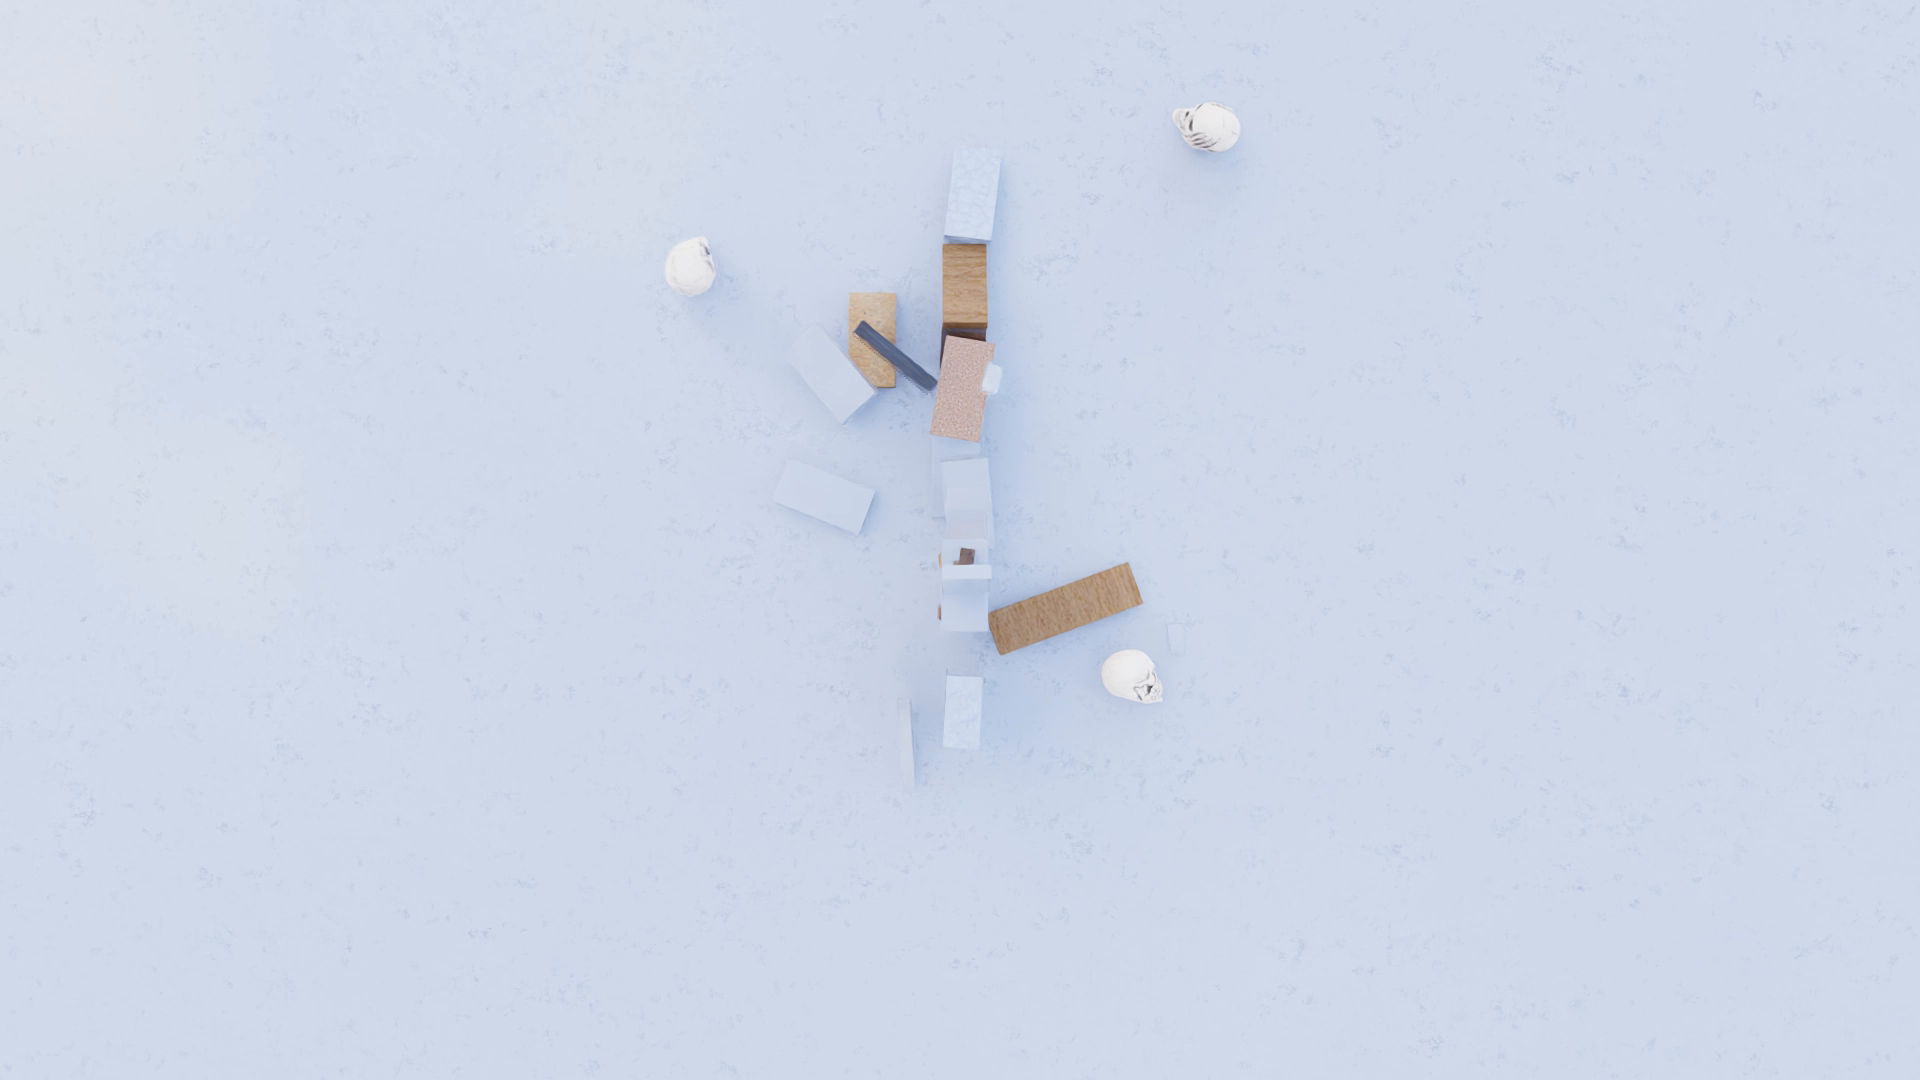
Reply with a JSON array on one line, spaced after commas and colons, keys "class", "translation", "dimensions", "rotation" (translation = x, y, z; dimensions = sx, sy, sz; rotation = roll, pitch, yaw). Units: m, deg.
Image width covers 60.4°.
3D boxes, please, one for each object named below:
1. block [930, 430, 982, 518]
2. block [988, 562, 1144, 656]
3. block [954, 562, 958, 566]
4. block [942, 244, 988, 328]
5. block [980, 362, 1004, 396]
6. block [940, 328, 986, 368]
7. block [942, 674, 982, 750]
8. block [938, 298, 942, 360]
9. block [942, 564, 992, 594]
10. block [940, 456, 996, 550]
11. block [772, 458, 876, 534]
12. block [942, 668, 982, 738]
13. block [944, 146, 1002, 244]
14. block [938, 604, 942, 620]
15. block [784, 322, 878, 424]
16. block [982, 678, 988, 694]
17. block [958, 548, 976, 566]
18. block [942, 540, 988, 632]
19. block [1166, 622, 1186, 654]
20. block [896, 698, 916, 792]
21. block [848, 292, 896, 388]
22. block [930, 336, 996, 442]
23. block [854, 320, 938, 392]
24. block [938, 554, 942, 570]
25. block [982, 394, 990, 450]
[{"class": "block", "translation": [-0.013, -0.236, 5.436], "dimensions": [0.161, 0.046, 0.322], "rotation": [1, 105, 0]}, {"class": "block", "translation": [0.345, 0.228, 5.469], "dimensions": [0.505, 0.041, 0.145], "rotation": [-20, 89, -2]}, {"class": "block", "translation": [0.001, 0.087, 5.122], "dimensions": [0.047, 0.095, 0.013], "rotation": [8, 105, 0]}, {"class": "block", "translation": [0.016, -0.834, 5.417], "dimensions": [0.146, 0.041, 0.293], "rotation": [0, 70, -1]}, {"class": "block", "translation": [0.089, -0.448, 4.580], "dimensions": [0.047, 0.013, 0.095], "rotation": [20, 54, -8]}, {"class": "block", "translation": [0.007, -0.564, 5.445], "dimensions": [0.146, 0.041, 0.292], "rotation": [3, 104, 0]}, {"class": "block", "translation": [0.009, 0.522, 5.013], "dimensions": [0.109, 0.031, 0.219], "rotation": [3, 90, 0]}, {"class": "block", "translation": [0.008, -0.741, 5.479], "dimensions": [0.146, 0.041, 0.292], "rotation": [2, 90, 0]}, {"class": "block", "translation": [0.020, 0.120, 5.023], "dimensions": [0.145, 0.291, 0.041], "rotation": [-1, 80, 0]}, {"class": "block", "translation": [0.027, -0.116, 5.422], "dimensions": [0.154, 0.044, 0.308], "rotation": [-5, 105, 2]}, {"class": "block", "translation": [-0.451, -0.146, 5.478], "dimensions": [0.308, 0.044, 0.154], "rotation": [21, 90, 0]}, {"class": "block", "translation": [0.006, 0.522, 5.263], "dimensions": [0.111, 0.031, 0.221], "rotation": [3, 90, 0]}, {"class": "block", "translation": [0.043, -1.141, 5.453], "dimensions": [0.156, 0.044, 0.311], "rotation": [7, 80, 0]}, {"class": "block", "translation": [0.000, 0.237, 5.355], "dimensions": [0.144, 0.289, 0.041], "rotation": [3, 89, 0]}, {"class": "block", "translation": [-0.427, -0.549, 5.446], "dimensions": [0.154, 0.044, 0.308], "rotation": [-41, 82, 10]}, {"class": "block", "translation": [0.035, 0.486, 5.389], "dimensions": [0.111, 0.221, 0.031], "rotation": [-11, 90, 0]}, {"class": "block", "translation": [0.021, 0.059, 5.126], "dimensions": [0.047, 0.095, 0.013], "rotation": [9, 125, 0]}, {"class": "block", "translation": [0.015, 0.142, 5.190], "dimensions": [0.144, 0.041, 0.289], "rotation": [0, 90, 0]}, {"class": "block", "translation": [0.720, 0.328, 5.493], "dimensions": [0.050, 0.014, 0.101], "rotation": [-8, 90, 0]}, {"class": "block", "translation": [-0.175, 0.671, 5.427], "dimensions": [0.041, 0.145, 0.291], "rotation": [-4, 90, 0]}, {"class": "block", "translation": [-0.291, -0.663, 5.478], "dimensions": [0.156, 0.044, 0.311], "rotation": [0, 90, 0]}, {"class": "block", "translation": [0.009, -0.489, 5.344], "dimensions": [0.161, 0.046, 0.322], "rotation": [10, 92, 0]}, {"class": "block", "translation": [-0.211, -0.598, 5.375], "dimensions": [0.311, 0.156, 0.044], "rotation": [39, 91, -8]}, {"class": "block", "translation": [0.005, 0.063, 5.355], "dimensions": [0.144, 0.289, 0.041], "rotation": [-5, 92, 0]}, {"class": "block", "translation": [0.013, -0.464, 5.424], "dimensions": [0.161, 0.046, 0.322], "rotation": [6, 104, -1]}]
